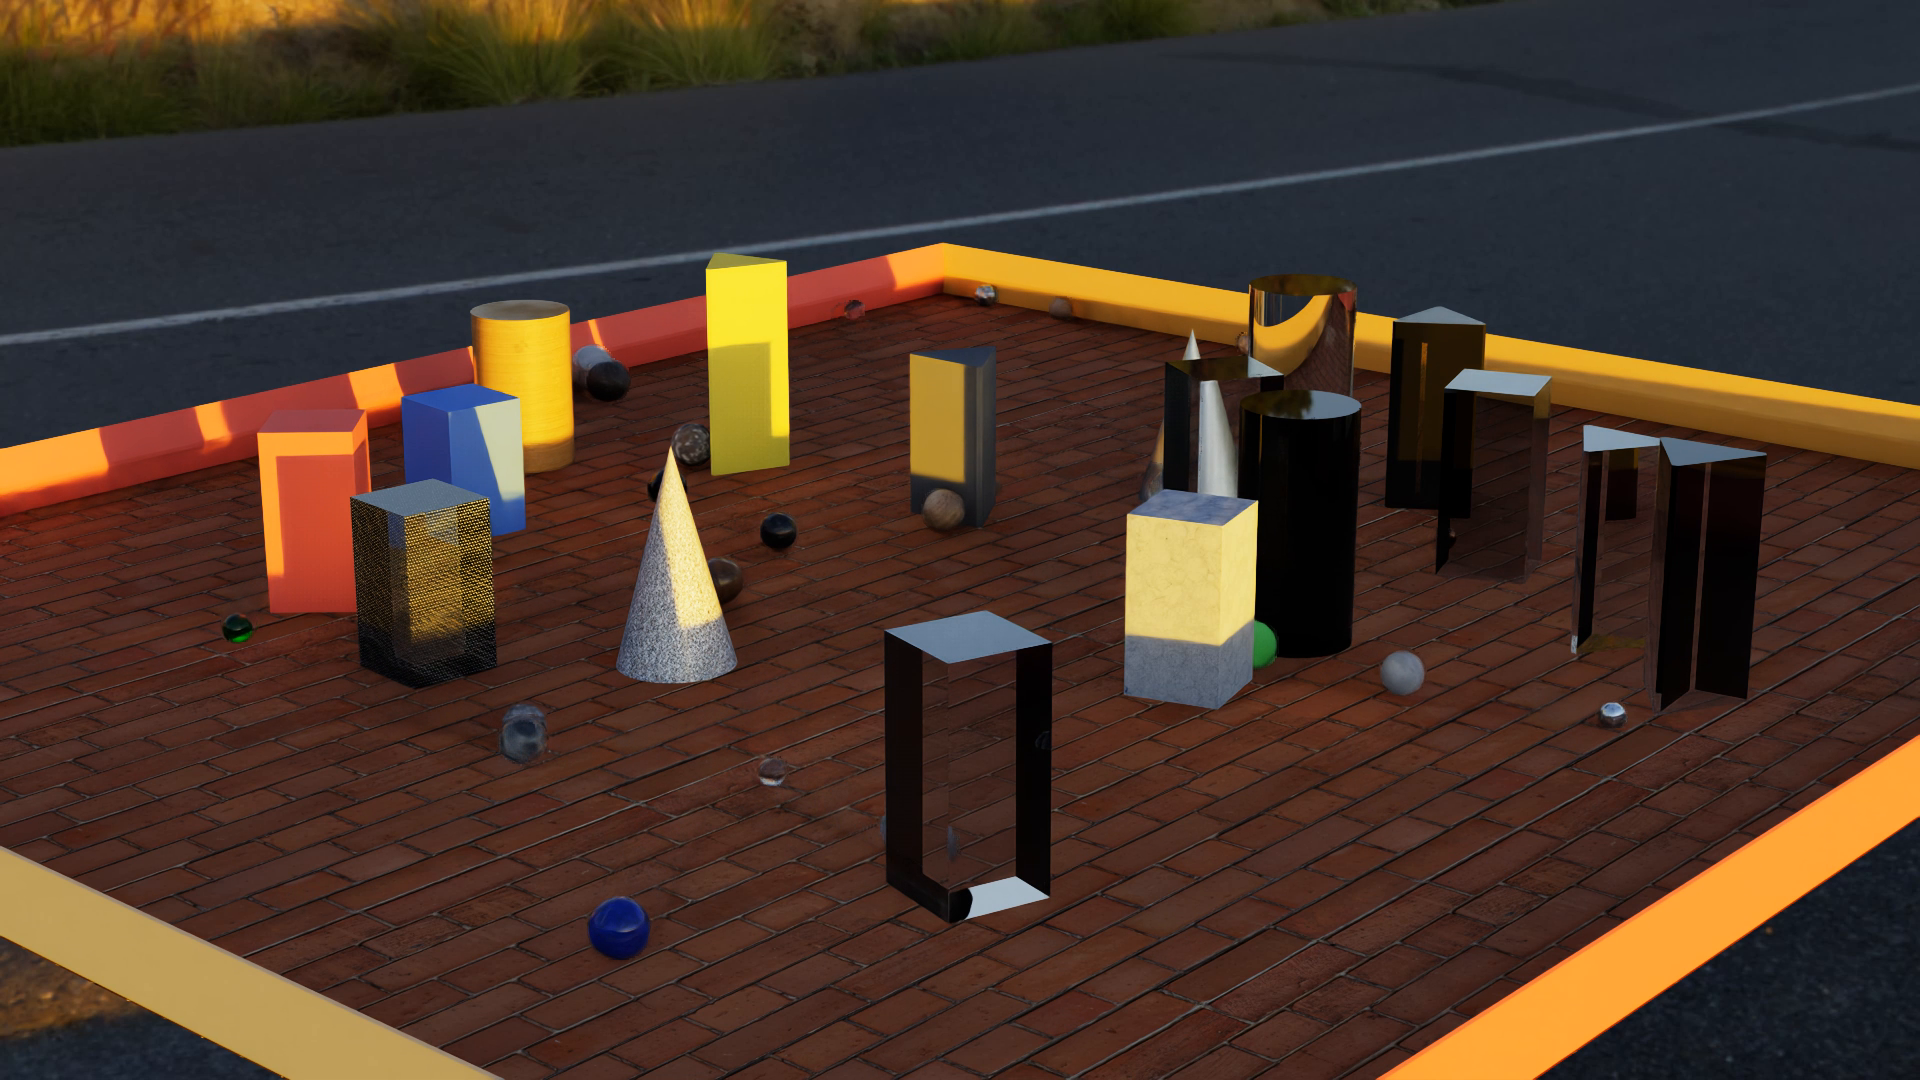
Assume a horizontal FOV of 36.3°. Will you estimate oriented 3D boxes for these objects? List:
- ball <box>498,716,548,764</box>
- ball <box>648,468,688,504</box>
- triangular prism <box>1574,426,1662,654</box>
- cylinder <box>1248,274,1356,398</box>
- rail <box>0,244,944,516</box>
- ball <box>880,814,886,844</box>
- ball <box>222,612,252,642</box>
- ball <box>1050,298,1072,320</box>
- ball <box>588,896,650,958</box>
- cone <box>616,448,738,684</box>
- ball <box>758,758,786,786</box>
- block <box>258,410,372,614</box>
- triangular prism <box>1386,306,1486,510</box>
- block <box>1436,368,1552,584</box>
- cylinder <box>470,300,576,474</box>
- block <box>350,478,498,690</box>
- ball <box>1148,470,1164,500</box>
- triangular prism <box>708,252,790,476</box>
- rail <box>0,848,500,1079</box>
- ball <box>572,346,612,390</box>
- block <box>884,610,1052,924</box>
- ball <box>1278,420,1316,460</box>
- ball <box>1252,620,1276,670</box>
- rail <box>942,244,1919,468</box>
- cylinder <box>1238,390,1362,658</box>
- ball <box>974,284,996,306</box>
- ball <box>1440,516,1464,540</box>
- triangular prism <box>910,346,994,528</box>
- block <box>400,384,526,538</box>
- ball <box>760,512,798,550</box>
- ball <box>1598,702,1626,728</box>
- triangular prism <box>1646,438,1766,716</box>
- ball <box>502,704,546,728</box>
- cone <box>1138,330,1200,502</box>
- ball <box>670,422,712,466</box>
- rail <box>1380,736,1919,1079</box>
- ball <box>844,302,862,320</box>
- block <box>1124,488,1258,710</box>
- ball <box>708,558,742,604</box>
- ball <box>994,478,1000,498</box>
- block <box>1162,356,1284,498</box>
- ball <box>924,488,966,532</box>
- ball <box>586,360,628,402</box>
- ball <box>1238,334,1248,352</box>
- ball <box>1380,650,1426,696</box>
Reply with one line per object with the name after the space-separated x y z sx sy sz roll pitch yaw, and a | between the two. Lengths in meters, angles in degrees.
-0.648 0.296 4.346 0.072 0.072 0.072 0 17 0 | ball
-0.563 -0.100 5.652 0.077 0.077 0.077 0 17 0 | ball
1.069 -0.006 4.876 0.171 0.345 0.148 -5 18 -17 | triangular prism
0.635 -0.251 5.489 0.198 0.461 0.198 0 17 0 | cylinder
-1.268 -0.285 6.174 0.045 0.129 3.786 14 22 39 | rail
-0.073 0.396 4.017 0.071 0.071 0.071 0 17 0 | ball
-1.204 0.146 4.882 0.049 0.049 0.049 0 17 0 | ball
0.250 -0.570 7.251 0.055 0.055 0.055 0 17 0 | ball
-0.429 0.488 3.697 0.078 0.078 0.078 0 17 0 | ball
-0.462 0.025 4.734 0.198 0.368 0.198 0 17 0 | cone
-0.273 0.337 4.262 0.042 0.042 0.042 0 17 0 | ball
-1.109 -0.051 5.069 0.158 0.319 0.158 -1 17 -2 | block
0.918 -0.256 5.669 0.171 0.366 0.148 2 17 8 | triangular prism
0.954 -0.115 5.239 0.158 0.344 0.158 7 18 21 | block
-0.885 -0.312 5.946 0.198 0.314 0.198 0 17 0 | cylinder
-0.864 0.069 4.729 0.158 0.286 0.158 -15 23 -41 | block
0.407 -0.087 5.569 0.099 0.099 0.099 0 17 0 | ball
-0.457 -0.361 5.924 0.171 0.420 0.148 -9 19 -28 | triangular prism
-1.226 0.439 3.768 3.405 0.129 0.045 14 22 39 | rail
-0.825 -0.385 6.562 0.098 0.098 0.098 0 17 0 | ball
0.010 0.295 3.854 0.158 0.357 0.158 -10 20 -31 | block
0.690 -0.205 5.997 0.078 0.078 0.078 0 17 0 | ball
0.474 0.170 4.754 0.079 0.079 0.079 0 17 0 | ball
1.226 -0.375 6.471 3.405 0.129 0.045 14 22 39 | rail
0.556 -0.028 4.846 0.198 0.404 0.198 0 17 0 | cylinder
0.064 -0.618 7.403 0.058 0.058 0.058 0 17 0 | ball
0.915 -0.021 5.448 0.044 0.044 0.044 0 17 0 | ball
0.018 -0.205 5.592 0.171 0.312 0.148 13 21 38 | triangular prism
-0.929 -0.143 5.488 0.158 0.254 0.158 -15 22 -41 | block
-0.333 -0.016 5.389 0.068 0.068 0.068 0 17 0 | ball
0.999 0.268 4.492 0.041 0.041 0.041 0 17 0 | ball
1.131 0.050 4.591 0.171 0.401 0.148 -7 18 -22 | triangular prism
-0.656 0.279 4.413 0.066 0.066 0.066 0 17 0 | ball
0.447 -0.245 5.682 0.198 0.337 0.198 0 17 0 | cone
-0.542 -0.193 5.941 0.089 0.089 0.089 0 17 0 | ball
1.268 0.350 4.066 0.045 0.129 3.786 14 22 39 | rail
-0.264 -0.568 7.259 0.045 0.045 0.045 0 17 0 | ball
0.365 0.091 4.633 0.158 0.298 0.158 8 18 24 | block
-0.417 0.071 5.076 0.082 0.082 0.082 0 17 0 | ball
0.055 -0.101 5.709 0.046 0.046 0.046 0 17 0 | ball
0.465 -0.123 5.213 0.158 0.374 0.158 -6 18 -18 | block
-0.029 -0.056 5.501 0.080 0.080 0.080 0 17 0 | ball
-0.777 -0.350 6.458 0.091 0.091 0.091 0 17 0 | ball
0.675 -0.463 6.916 0.043 0.043 0.043 0 17 0 | ball
0.700 0.210 4.635 0.070 0.070 0.070 0 17 0 | ball
